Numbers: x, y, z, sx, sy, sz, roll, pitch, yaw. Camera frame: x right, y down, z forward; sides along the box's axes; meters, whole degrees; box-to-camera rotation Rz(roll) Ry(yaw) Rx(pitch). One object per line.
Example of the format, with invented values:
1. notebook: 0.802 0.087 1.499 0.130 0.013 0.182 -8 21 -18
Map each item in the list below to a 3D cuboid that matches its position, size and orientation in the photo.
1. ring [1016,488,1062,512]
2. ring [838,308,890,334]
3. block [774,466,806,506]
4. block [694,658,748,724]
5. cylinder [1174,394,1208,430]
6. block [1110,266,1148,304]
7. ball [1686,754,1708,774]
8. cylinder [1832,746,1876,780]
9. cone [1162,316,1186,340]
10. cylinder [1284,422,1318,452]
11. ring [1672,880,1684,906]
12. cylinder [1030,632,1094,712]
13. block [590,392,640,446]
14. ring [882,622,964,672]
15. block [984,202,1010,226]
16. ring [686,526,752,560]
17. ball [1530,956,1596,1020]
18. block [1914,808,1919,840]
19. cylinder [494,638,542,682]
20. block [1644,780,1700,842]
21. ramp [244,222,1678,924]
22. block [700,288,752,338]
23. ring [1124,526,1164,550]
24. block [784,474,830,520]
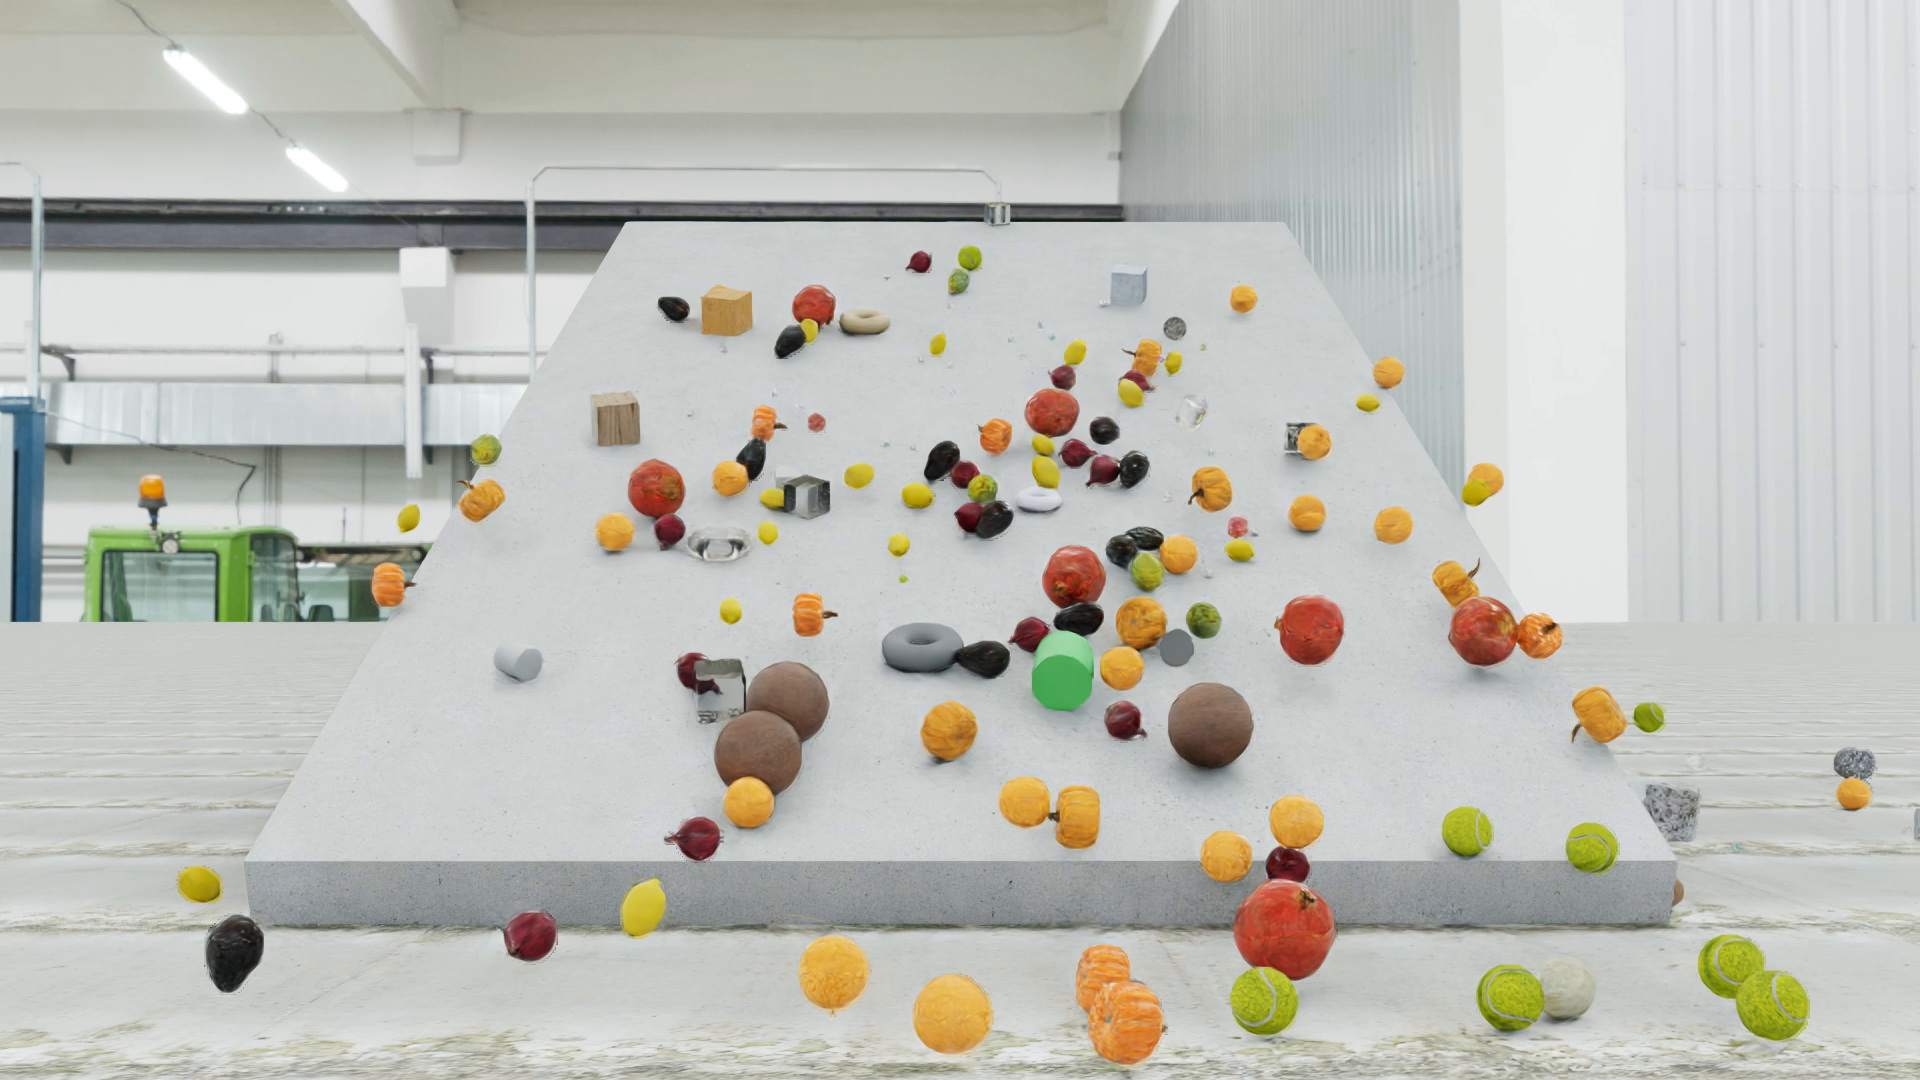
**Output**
1. ring: 0.157 -0.082 4.534 0.089 0.030 0.089 0 21 0
2. ring: -0.242 -0.553 5.761 0.130 0.043 0.130 1 22 0
3. block: -0.339 -0.109 4.562 0.059 0.059 0.059 -3 21 -8
4. block: -0.381 0.240 3.616 0.076 0.076 0.076 -4 21 -11
5. cylinder: 0.505 -0.279 4.968 0.057 0.057 0.057 18 32 -11
6. block: 0.448 -0.676 6.034 0.083 0.083 0.083 5 21 13
7. ball: 2.017 0.614 6.233 0.054 0.054 0.054 0 -2 0
8. cylinder: 2.378 0.596 6.056 0.078 0.078 0.078 0 -16 -14
9. cone: 0.539 -0.525 5.713 0.059 0.059 0.059 0 -6 6
10. cylinder: 0.724 -0.217 4.832 0.065 0.065 0.065 0 -2 2
11. ring: 1.018 0.526 3.415 0.131 0.044 0.131 -1 -2 0
12. cylinder: 0.166 0.210 3.664 0.098 0.098 0.098 0 21 6
13. block: -0.745 -0.262 4.922 0.090 0.090 0.090 -6 22 -16
14. ring: -0.063 0.180 3.818 0.139 0.046 0.139 -2 22 1
15. block: 0.112 -0.985 6.881 0.061 0.061 0.061 -8 22 -20
16. ring: -0.453 0.006 4.285 0.123 0.041 0.123 0 19 0
17. ball: 0.649 0.482 2.452 0.067 0.067 0.067 0 -2 0
18. block: 1.852 0.540 4.307 0.061 0.061 0.061 11 -11 -25
19. cylinder: -0.728 0.198 3.751 0.057 0.057 0.057 18 10 39
20. block: 1.378 0.526 4.419 0.097 0.097 0.097 9 1 19
21. ramp: -0.005 -0.213 5.063 2.000 0.100 4.000 0 21 0
22. block: -0.588 -0.574 5.741 0.095 0.095 0.095 7 22 19
23. ring: 0.351 -0.003 4.332 0.077 0.026 0.077 2 24 -1
24. block: -0.302 -0.084 4.491 0.064 0.064 0.064 16 26 36
